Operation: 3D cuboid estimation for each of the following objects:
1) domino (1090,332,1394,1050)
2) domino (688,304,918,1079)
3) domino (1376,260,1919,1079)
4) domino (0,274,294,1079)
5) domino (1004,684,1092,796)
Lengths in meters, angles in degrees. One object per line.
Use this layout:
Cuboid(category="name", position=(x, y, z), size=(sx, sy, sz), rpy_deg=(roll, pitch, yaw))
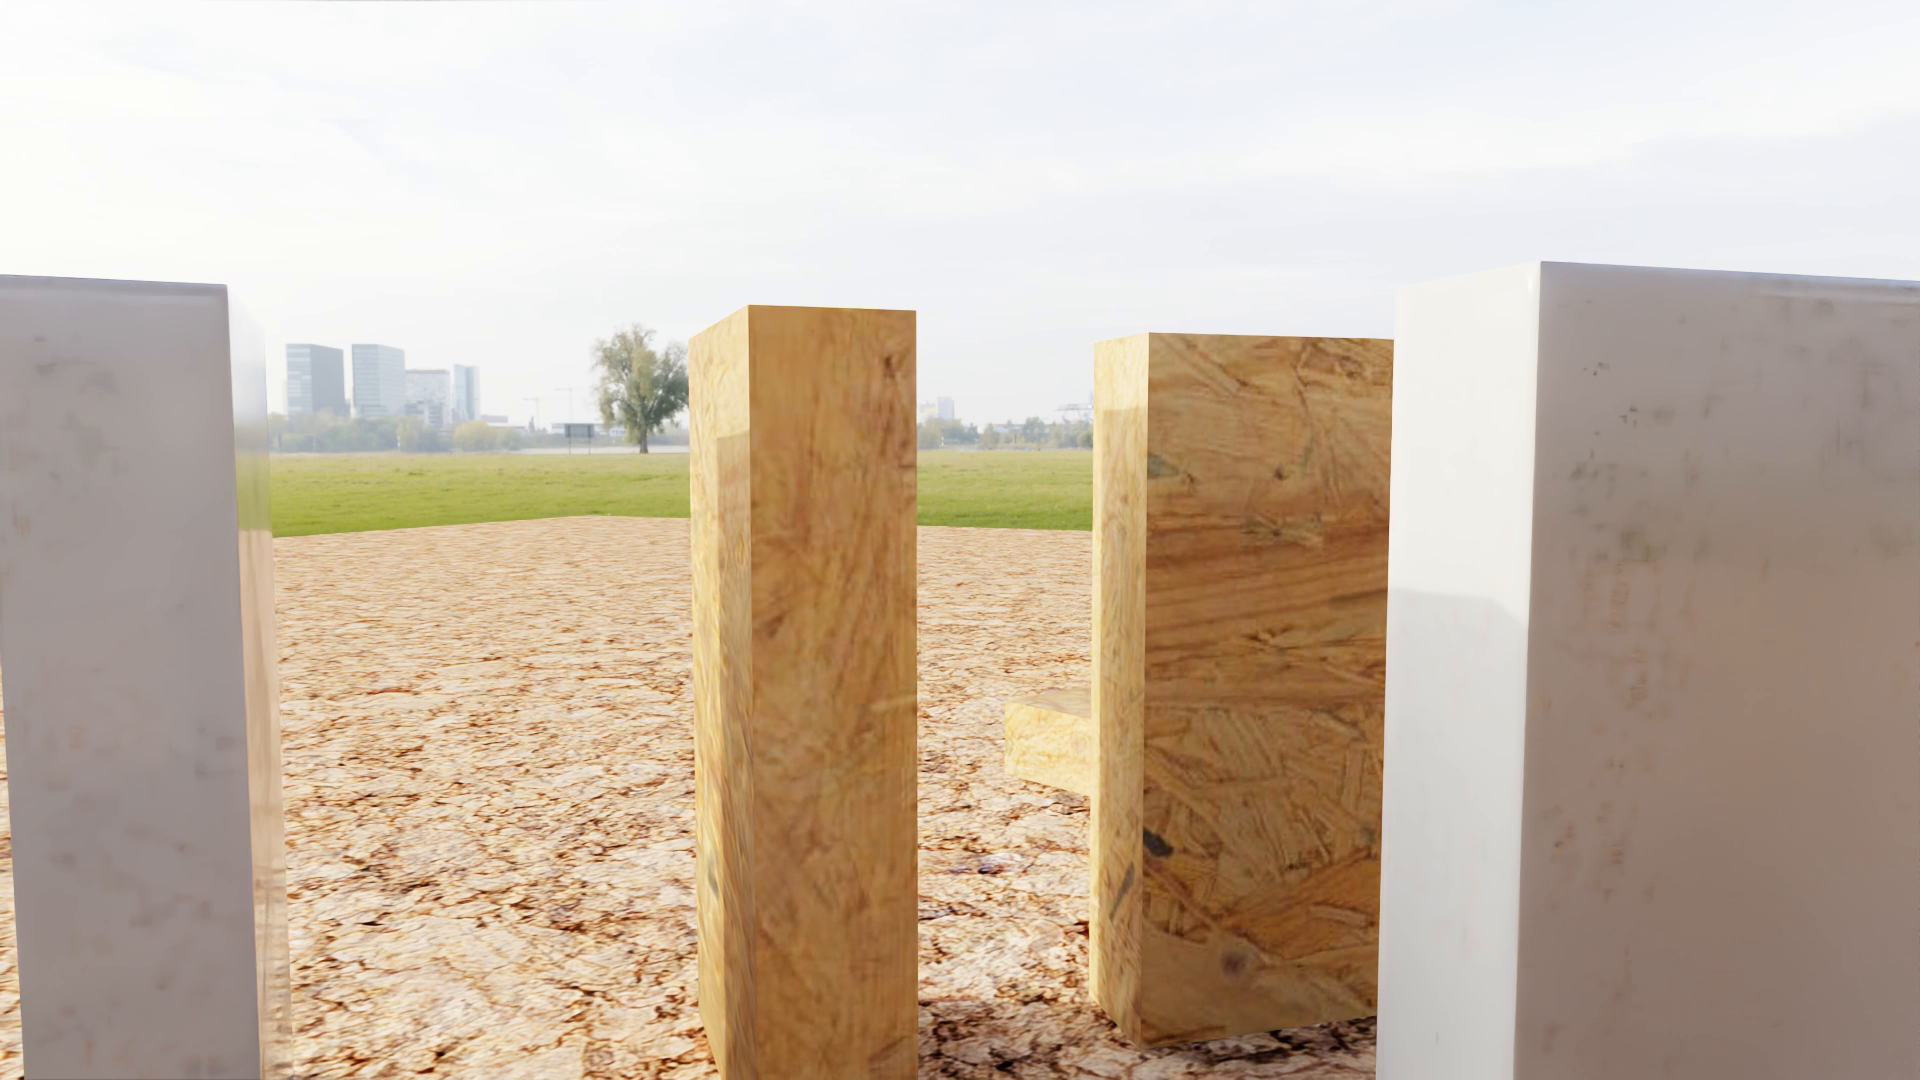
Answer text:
Cuboid(category="domino", position=(0.023, 0.010, 0.096), size=(0.025, 0.050, 0.010), rpy_deg=(-1, 4, -17))
Cuboid(category="domino", position=(-0.011, 0.011, 0.084), size=(0.009, 0.050, 0.025), rpy_deg=(-1, 5, -19))
Cuboid(category="domino", position=(0.034, 0.013, 0.063), size=(0.025, 0.050, 0.009), rpy_deg=(-1, 5, -18))
Cuboid(category="domino", position=(-0.044, 0.012, 0.072), size=(0.010, 0.050, 0.025), rpy_deg=(-2, 5, -25))
Cuboid(category="domino", position=(0.032, 0.026, 0.156), size=(0.025, 0.010, 0.050), rpy_deg=(-4, 6, -43))
